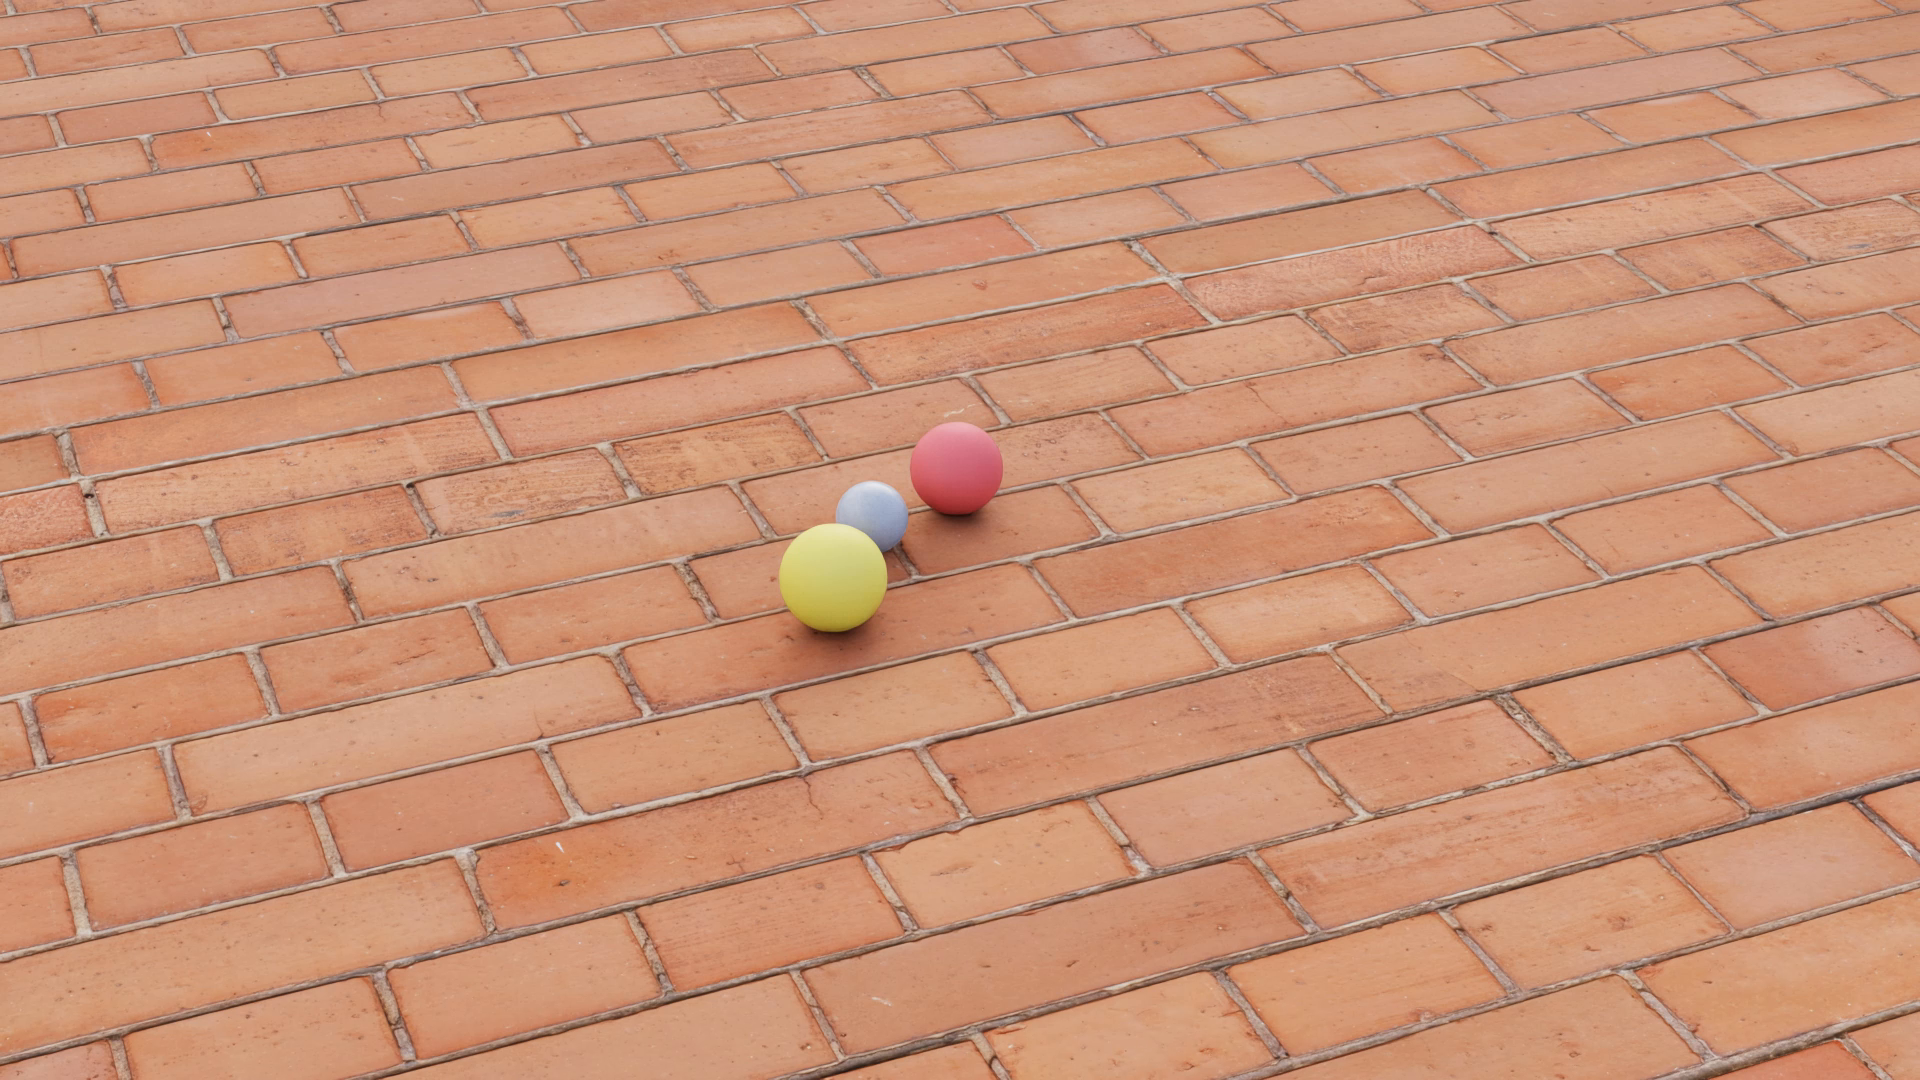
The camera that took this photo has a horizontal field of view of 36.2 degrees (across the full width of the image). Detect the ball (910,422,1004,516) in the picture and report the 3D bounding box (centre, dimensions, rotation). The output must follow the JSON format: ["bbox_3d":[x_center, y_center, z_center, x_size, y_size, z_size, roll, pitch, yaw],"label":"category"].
[{"bbox_3d":[-0.002,-0.043,1.783,0.057,0.057,0.057,0,31,0],"label":"ball"}]

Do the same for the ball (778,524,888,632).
[{"bbox_3d":[-0.072,0.021,1.670,0.062,0.062,0.062,0,31,0],"label":"ball"}]

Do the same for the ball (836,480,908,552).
[{"bbox_3d":[-0.052,-0.013,1.746,0.044,0.044,0.044,0,31,0],"label":"ball"}]
